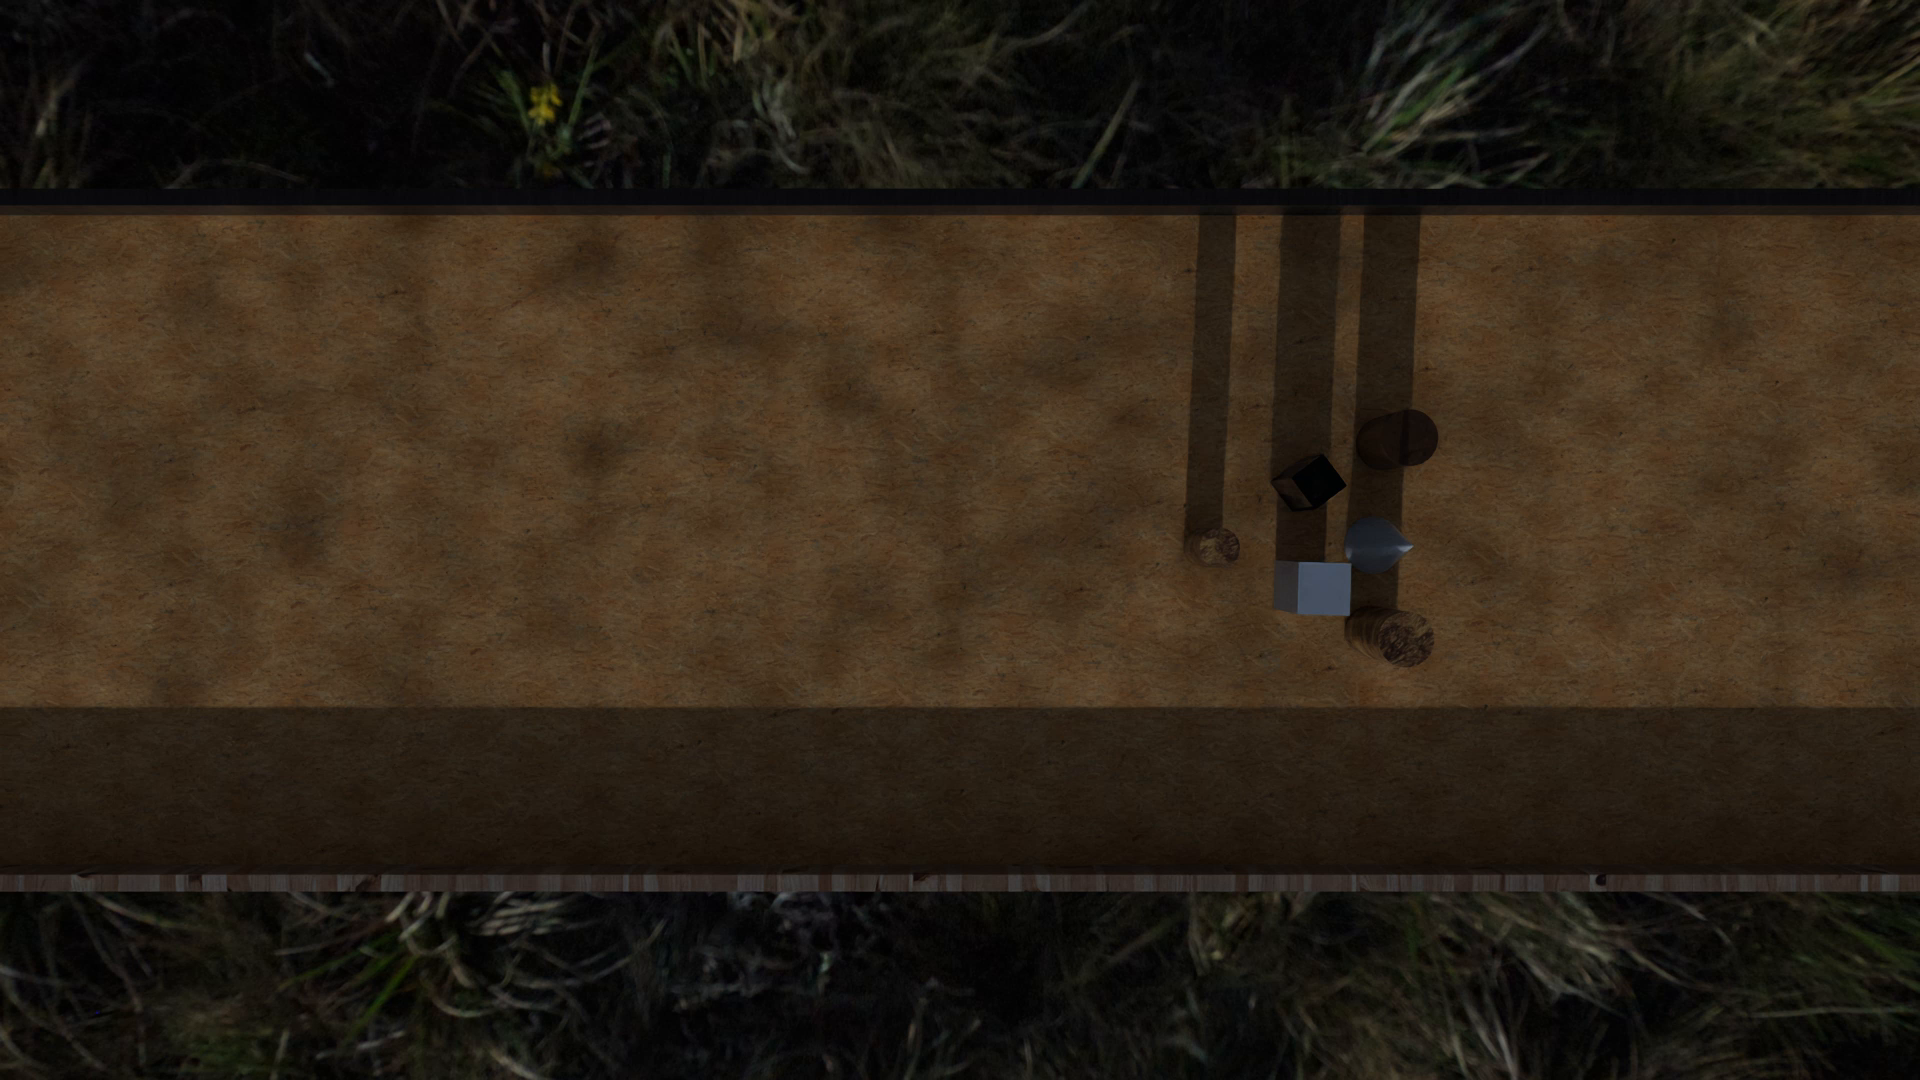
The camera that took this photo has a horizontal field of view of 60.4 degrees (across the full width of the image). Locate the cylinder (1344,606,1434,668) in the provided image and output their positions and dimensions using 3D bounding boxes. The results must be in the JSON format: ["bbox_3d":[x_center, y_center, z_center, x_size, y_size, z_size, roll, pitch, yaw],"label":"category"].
[{"bbox_3d":[1.262,0.281,4.871,0.159,0.411,0.159,0,90,0],"label":"cylinder"}]

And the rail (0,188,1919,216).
[{"bbox_3d":[-2.247,-1.025,5.002,12.000,0.150,0.050,0,90,0],"label":"rail"}]

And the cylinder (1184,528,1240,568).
[{"bbox_3d":[0.746,0.023,4.904,0.116,0.344,0.116,0,90,0],"label":"cylinder"}]

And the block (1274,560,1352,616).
[{"bbox_3d":[1.042,0.139,4.895,0.150,0.362,0.150,2,90,0],"label":"block"}]

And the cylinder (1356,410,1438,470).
[{"bbox_3d":[1.301,-0.296,4.924,0.165,0.305,0.165,0,90,0],"label":"cylinder"}]

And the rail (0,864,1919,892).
[{"bbox_3d":[-2.247,1.025,5.001,12.000,0.150,0.050,0,90,0],"label":"rail"}]

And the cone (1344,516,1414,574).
[{"bbox_3d":[1.272,0.016,4.848,0.178,0.458,0.178,0,90,0],"label":"cone"}]

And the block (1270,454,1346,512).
[{"bbox_3d":[1.034,-0.168,4.911,0.115,0.331,0.115,-37,90,0],"label":"block"}]
